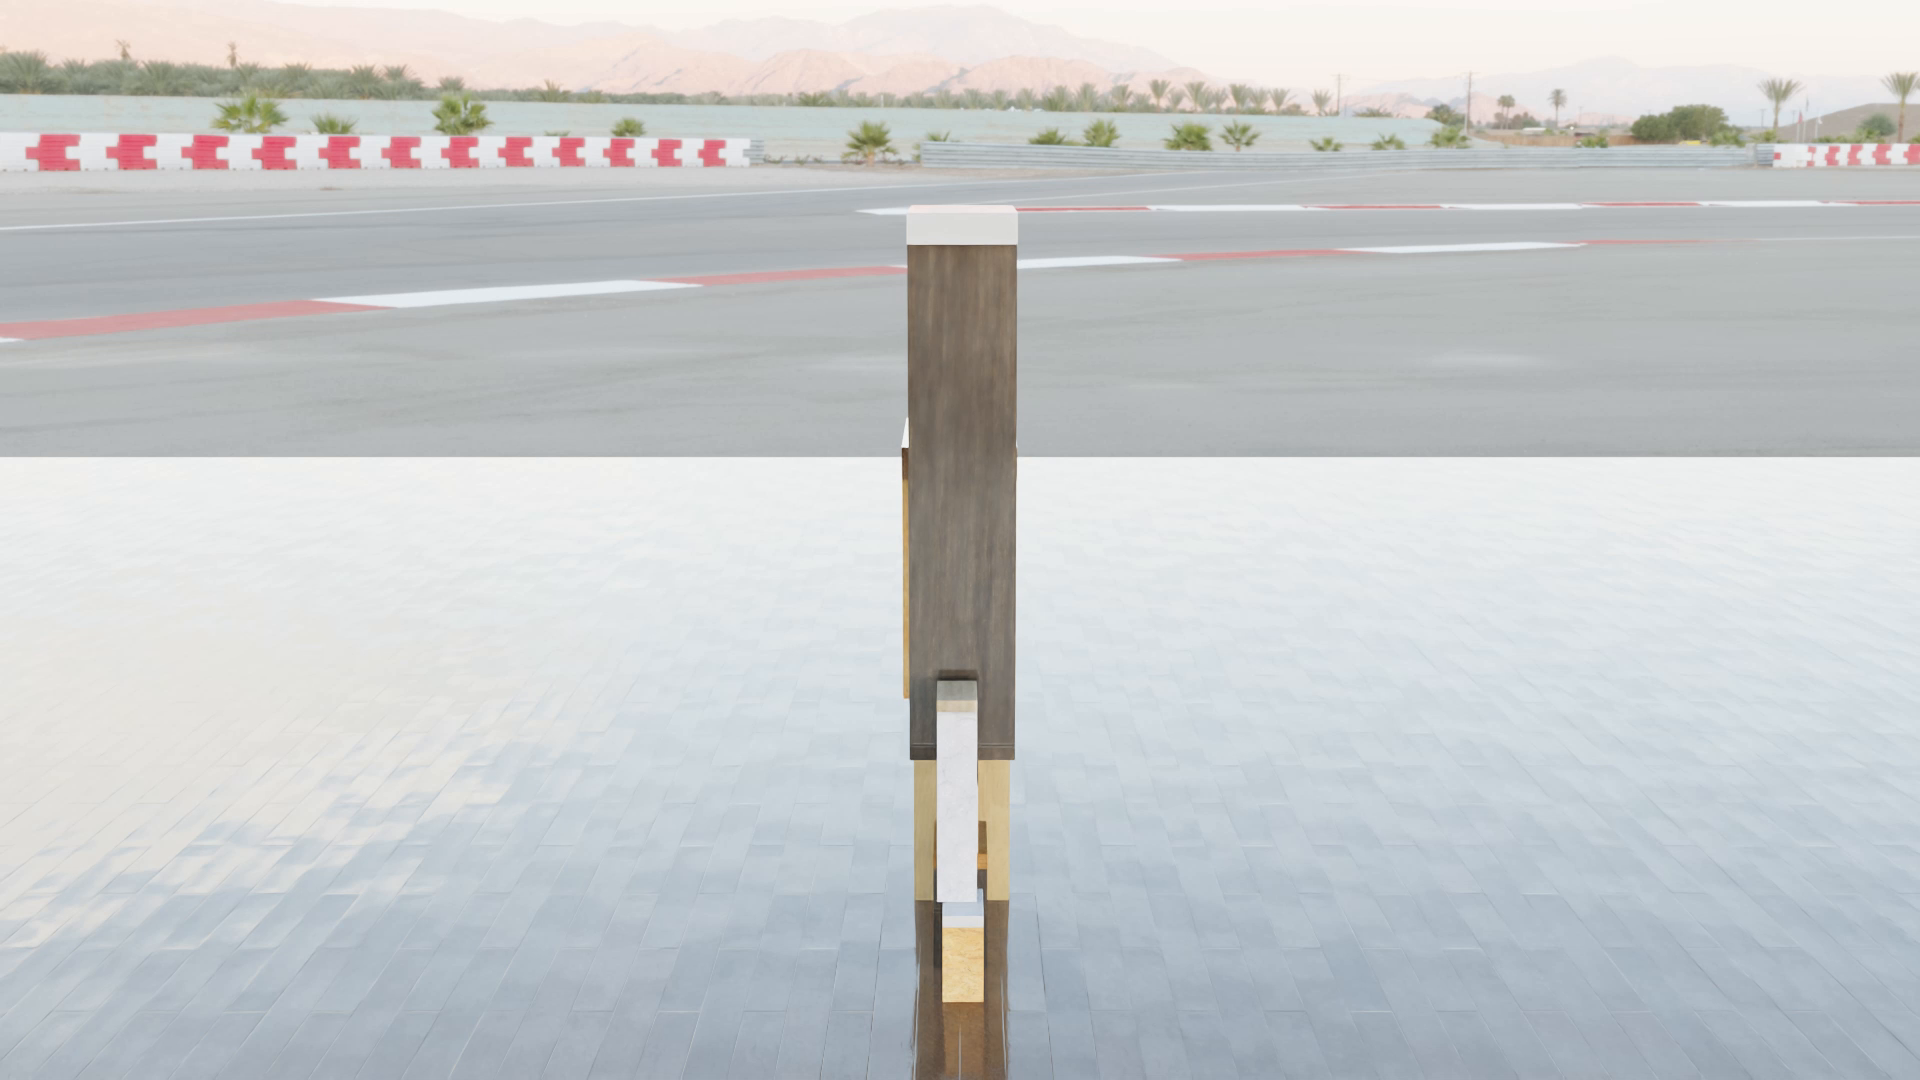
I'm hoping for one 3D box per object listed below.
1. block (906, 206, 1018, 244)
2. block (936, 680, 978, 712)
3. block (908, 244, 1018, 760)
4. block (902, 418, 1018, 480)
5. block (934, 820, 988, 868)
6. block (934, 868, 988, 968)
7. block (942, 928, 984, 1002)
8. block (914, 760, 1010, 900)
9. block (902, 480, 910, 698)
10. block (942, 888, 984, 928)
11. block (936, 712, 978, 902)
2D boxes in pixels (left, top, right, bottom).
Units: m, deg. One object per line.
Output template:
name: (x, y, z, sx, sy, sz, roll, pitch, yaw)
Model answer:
block: (0.003, -0.478, 3.324, 0.160, 0.045, 0.320, 0, 11, 0)
block: (-0.004, 0.229, 3.228, 0.058, 0.017, 0.117, 0, 10, 0)
block: (0.003, -0.053, 3.294, 0.160, 0.780, 0.045, 0, 11, 0)
block: (-0.001, -0.152, 3.587, 0.180, 0.051, 0.360, 0, 11, 0)
block: (0.000, 0.467, 3.375, 0.081, 0.023, 0.163, 0, 11, 0)
block: (0.000, 0.568, 3.339, 0.081, 0.163, 0.023, 0, 11, 0)
block: (0.004, 0.615, 3.209, 0.059, 0.119, 0.017, 0, 11, 0)
block: (0.003, 0.437, 3.631, 0.157, 0.314, 0.044, 0, 11, 0)
block: (-0.001, 0.072, 3.507, 0.180, 0.360, 0.051, 0, 11, 0)
block: (0.004, 0.541, 3.236, 0.059, 0.017, 0.119, 0, 11, 0)
block: (-0.004, 0.388, 3.217, 0.058, 0.292, 0.017, 0, 11, 0)
